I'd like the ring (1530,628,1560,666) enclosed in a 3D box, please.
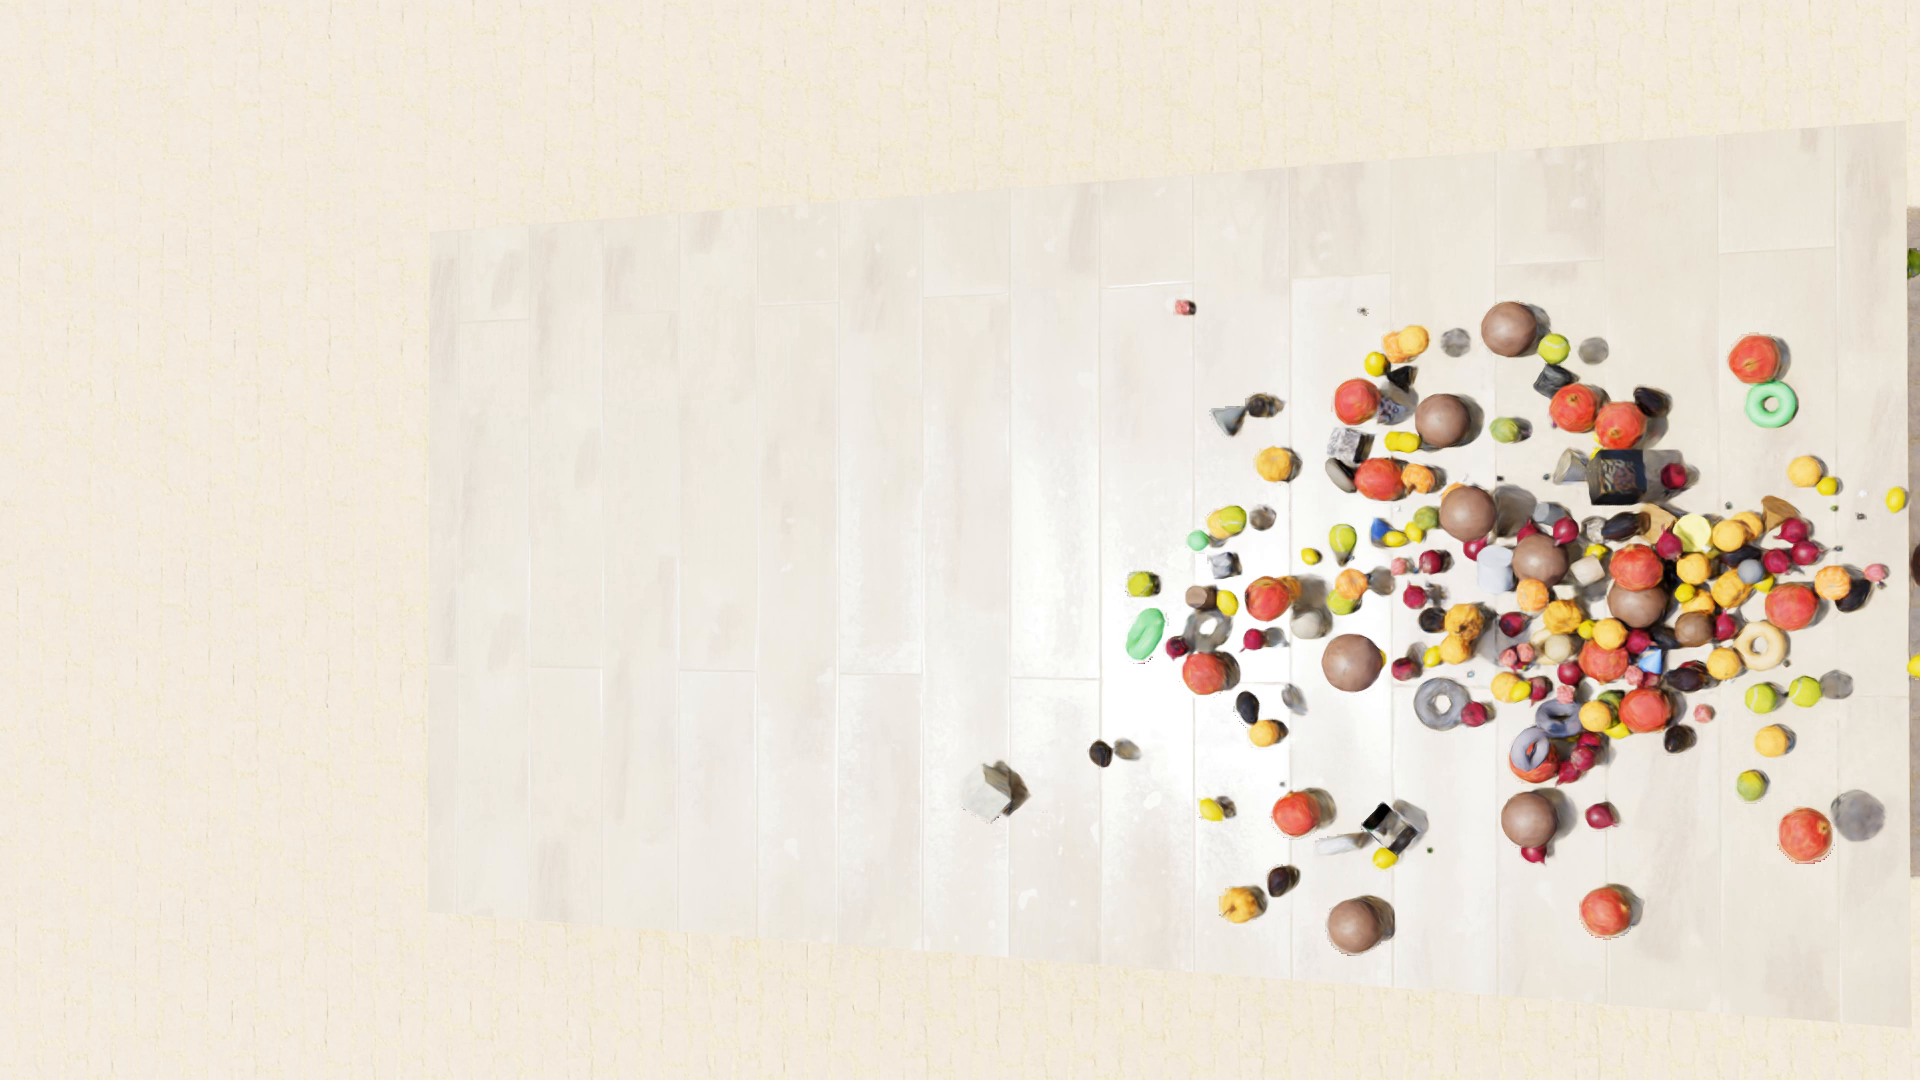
[{"bbox_3d":[1.377,0.249,5.144,0.089,0.030,0.089,1,91,24],"label":"ring"}]

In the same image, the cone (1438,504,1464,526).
[{"bbox_3d":[1.175,-0.055,5.240,0.057,0.057,0.057,10,89,-3],"label":"cone"}]

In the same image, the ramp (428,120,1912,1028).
[{"bbox_3d":[0.283,0.083,5.704,4.000,0.100,2.000,0,89,24],"label":"ramp"}]

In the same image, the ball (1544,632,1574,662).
[{"bbox_3d":[1.374,0.246,5.043,0.068,0.068,0.068,0,89,0],"label":"ball"}]

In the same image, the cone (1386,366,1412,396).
[{"bbox_3d":[1.068,-0.376,5.289,0.065,0.065,0.065,-28,106,0],"label":"cone"}]

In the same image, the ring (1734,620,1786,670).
[{"bbox_3d":[1.799,0.238,4.947,0.114,0.038,0.114,-4,83,32],"label":"ring"}]

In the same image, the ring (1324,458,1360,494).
[{"bbox_3d":[0.921,-0.155,5.306,0.106,0.106,0.035,47,111,0],"label":"ring"}]

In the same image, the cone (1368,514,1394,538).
[{"bbox_3d":[1.027,-0.022,5.304,0.060,0.060,0.060,24,89,-26],"label":"cone"}]

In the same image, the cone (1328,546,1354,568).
[{"bbox_3d":[0.935,0.029,5.340,0.056,0.056,0.056,-30,89,-3],"label":"cone"}]

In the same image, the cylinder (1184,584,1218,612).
[{"bbox_3d":[0.599,0.144,5.469,0.060,0.060,0.060,-7,77,33],"label":"cylinder"}]

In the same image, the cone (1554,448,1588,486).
[{"bbox_3d":[1.444,-0.155,5.112,0.094,0.094,0.094,20,89,-2],"label":"cone"}]

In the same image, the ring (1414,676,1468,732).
[{"bbox_3d":[1.145,0.390,5.238,0.131,0.044,0.131,-1,88,23],"label":"ring"}]

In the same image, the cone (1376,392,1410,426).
[{"bbox_3d":[1.041,-0.315,5.282,0.079,0.079,0.079,0,89,7],"label":"cone"}]

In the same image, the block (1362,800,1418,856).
[{"bbox_3d":[1.025,0.688,5.241,0.079,0.079,0.079,-49,126,4],"label":"block"}]

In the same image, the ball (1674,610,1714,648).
[{"bbox_3d":[1.643,0.200,4.926,0.084,0.084,0.084,0,89,0],"label":"ball"}]

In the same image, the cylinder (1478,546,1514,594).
[{"bbox_3d":[1.251,0.070,5.138,0.082,0.082,0.082,-11,129,0],"label":"cylinder"}]

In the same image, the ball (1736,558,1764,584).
[{"bbox_3d":[1.760,0.070,4.895,0.058,0.058,0.058,0,89,0],"label":"ball"}]

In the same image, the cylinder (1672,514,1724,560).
[{"bbox_3d":[1.669,-0.006,4.971,0.087,0.087,0.087,-13,69,37],"label":"cylinder"}]

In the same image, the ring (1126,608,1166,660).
[{"bbox_3d":[0.448,0.227,5.303,0.047,0.140,0.140,26,89,-16],"label":"ring"}]

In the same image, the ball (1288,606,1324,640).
[{"bbox_3d":[0.844,0.202,5.351,0.086,0.086,0.086,0,89,0],"label":"ball"}]

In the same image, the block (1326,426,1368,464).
[{"bbox_3d":[0.935,-0.230,5.324,0.069,0.069,0.069,19,97,23],"label":"block"}]

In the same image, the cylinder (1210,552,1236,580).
[{"bbox_3d":[0.650,0.064,5.451,0.056,0.056,0.056,-8,77,0],"label":"cylinder"}]

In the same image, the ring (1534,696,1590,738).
[{"bbox_3d":[1.391,0.411,5.084,0.124,0.124,0.041,-20,124,0],"label":"ring"}]

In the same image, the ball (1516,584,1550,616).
[{"bbox_3d":[1.338,0.139,5.137,0.076,0.076,0.076,0,89,0],"label":"ball"}]

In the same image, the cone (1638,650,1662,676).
[{"bbox_3d":[1.589,0.269,5.020,0.057,0.057,0.057,15,129,0],"label":"cone"}]

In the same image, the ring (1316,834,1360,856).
[{"bbox_3d":[0.911,0.736,5.299,0.110,0.110,0.037,-10,77,0],"label":"ring"}]

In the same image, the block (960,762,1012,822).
[{"bbox_3d":[0.066,0.649,5.666,0.091,0.091,0.091,35,112,-22],"label":"block"}]

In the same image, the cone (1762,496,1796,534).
[{"bbox_3d":[1.825,-0.044,4.944,0.079,0.079,0.079,15,125,0],"label":"cone"}]

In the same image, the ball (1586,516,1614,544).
[{"bbox_3d":[1.462,-0.022,5.022,0.064,0.064,0.064,0,89,0],"label":"ball"}]

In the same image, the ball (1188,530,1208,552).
[{"bbox_3d":[0.587,0.001,5.427,0.054,0.054,0.054,0,89,0],"label":"ball"}]

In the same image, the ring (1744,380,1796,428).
[{"bbox_3d":[1.824,-0.305,4.948,0.109,0.036,0.109,0,90,23],"label":"ring"}]

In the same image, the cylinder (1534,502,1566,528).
[{"bbox_3d":[1.374,-0.059,5.126,0.051,0.051,0.051,16,89,-24],"label":"cylinder"}]

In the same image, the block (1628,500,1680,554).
[{"bbox_3d":[1.592,-0.031,5.012,0.080,0.080,0.080,41,106,40],"label":"block"}]

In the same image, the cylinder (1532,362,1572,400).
[{"bbox_3d":[1.380,-0.370,5.124,0.065,0.065,0.065,32,121,0],"label":"cylinder"}]

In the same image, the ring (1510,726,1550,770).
[{"bbox_3d":[1.286,0.470,4.958,0.106,0.035,0.106,-12,114,-29],"label":"ring"}]

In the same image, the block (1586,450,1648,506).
[{"bbox_3d":[1.466,-0.138,4.913,0.096,0.096,0.096,0,68,-4],"label":"block"}]

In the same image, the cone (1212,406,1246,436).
[{"bbox_3d":[0.677,-0.310,5.452,0.079,0.079,0.079,-34,89,-1],"label":"cone"}]
